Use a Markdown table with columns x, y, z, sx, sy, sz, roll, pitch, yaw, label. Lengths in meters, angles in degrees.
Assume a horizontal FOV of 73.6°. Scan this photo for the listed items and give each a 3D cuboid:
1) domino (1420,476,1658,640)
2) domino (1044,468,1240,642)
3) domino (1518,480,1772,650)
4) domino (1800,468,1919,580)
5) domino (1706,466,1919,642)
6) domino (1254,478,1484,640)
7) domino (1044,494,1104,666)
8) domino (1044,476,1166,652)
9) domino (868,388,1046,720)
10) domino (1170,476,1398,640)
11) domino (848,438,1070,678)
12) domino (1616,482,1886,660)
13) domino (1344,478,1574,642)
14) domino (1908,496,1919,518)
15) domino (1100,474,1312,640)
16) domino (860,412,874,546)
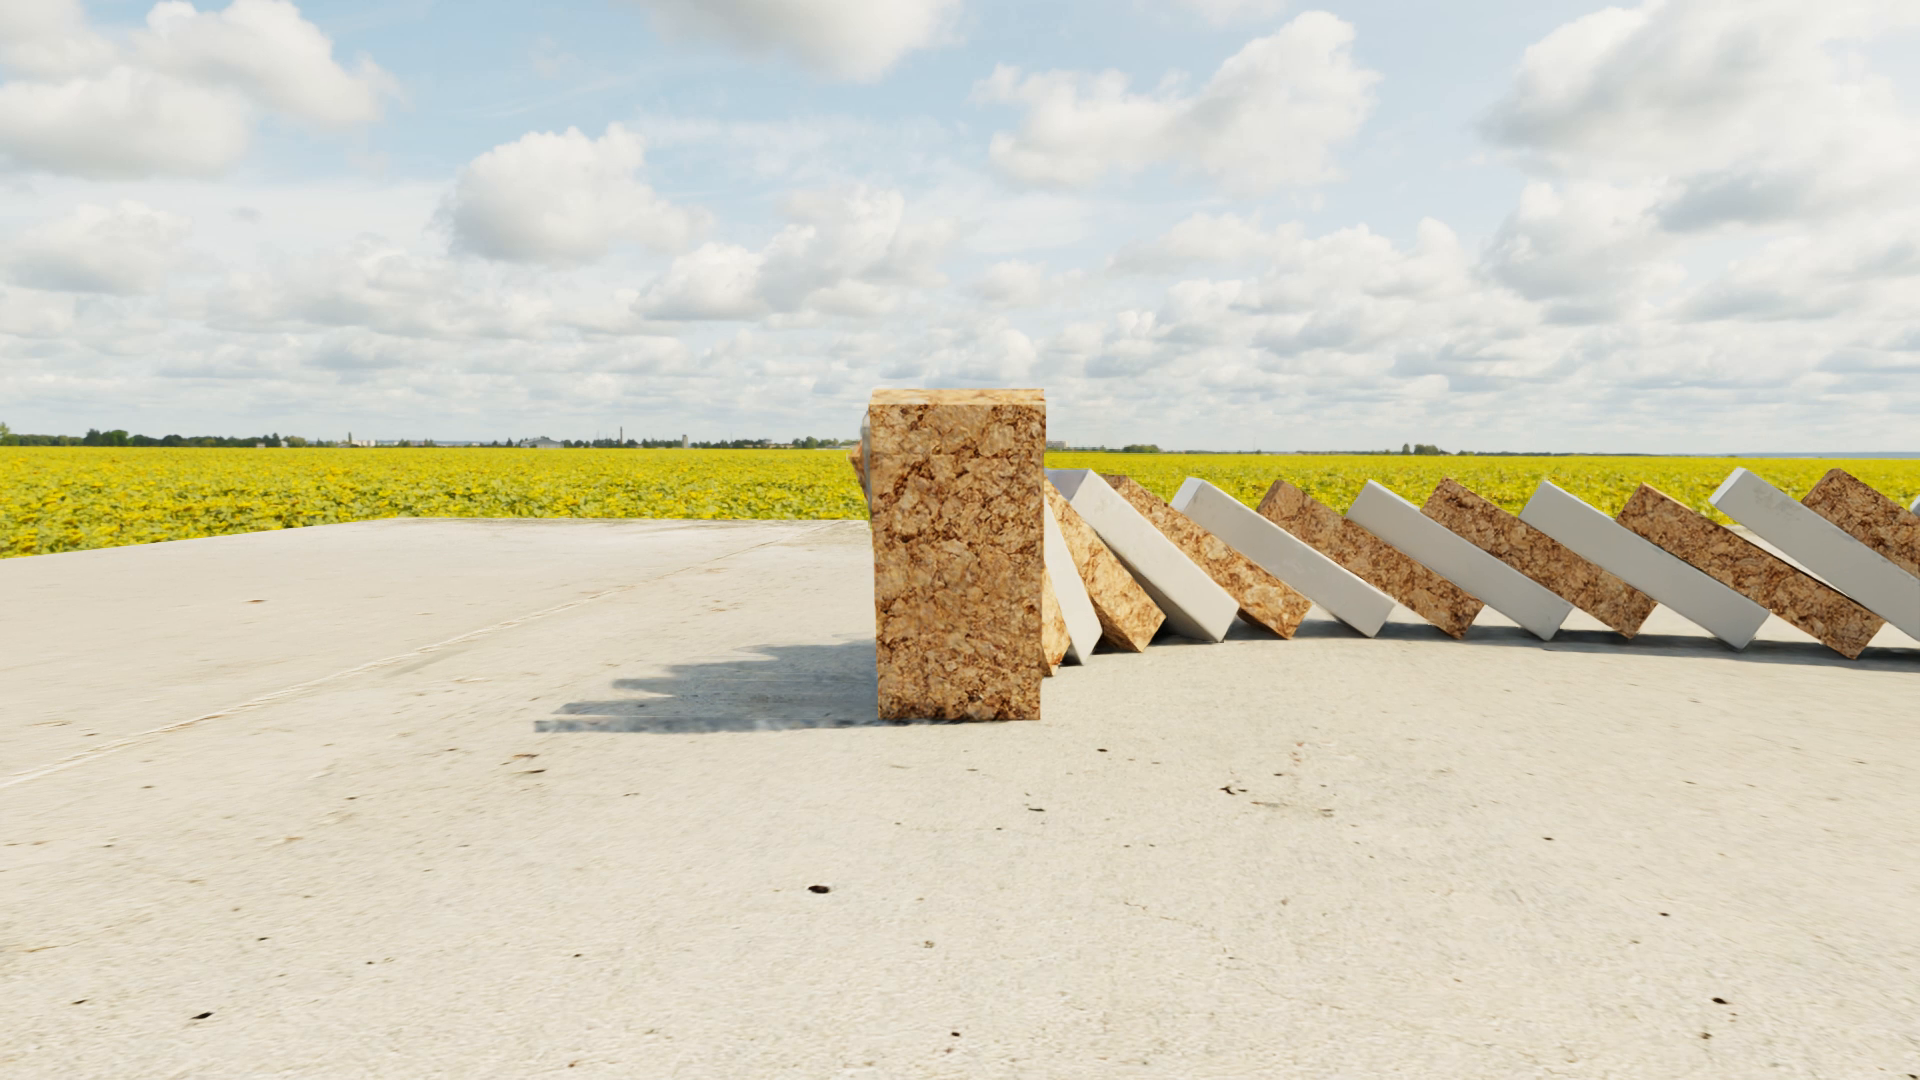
| x | y | z | sx | sy | sz | roll | pitch | yaw | label |
| --- | --- | --- | --- | --- | --- | --- | --- | --- | --- |
| 0.129 | 0.003 | 0.288 | 0.050 | 0.009 | 0.025 | 35 | 14 | 19 | domino |
| 0.034 | 0.003 | 0.273 | 0.050 | 0.009 | 0.025 | 39 | -17 | -27 | domino |
| 0.147 | 0.004 | 0.279 | 0.050 | 0.010 | 0.025 | 36 | 17 | 21 | domino |
| 0.195 | 0.004 | 0.256 | 0.050 | 0.009 | 0.025 | 42 | 21 | 23 | domino |
| 0.180 | 0.004 | 0.263 | 0.050 | 0.009 | 0.025 | 40 | 21 | 19 | domino |
| 0.092 | 0.003 | 0.292 | 0.050 | 0.010 | 0.025 | 33 | 9 | 6 | domino |
| 0.007 | 0.002 | 0.243 | 0.025 | 0.050 | 0.009 | 3 | 43 | 36 | domino |
| 0.018 | 0.002 | 0.261 | 0.050 | 0.010 | 0.025 | 47 | -22 | -28 | domino |
| 0.000 | 0.003 | 0.194 | 0.025 | 0.050 | 0.010 | 0 | 20 | 1 | domino |
| 0.072 | 0.003 | 0.292 | 0.050 | 0.010 | 0.025 | 32 | 5 | -1 | domino |
| 0.001 | 0.002 | 0.229 | 0.025 | 0.050 | 0.010 | 2 | 41 | 29 | domino |
| 0.165 | 0.005 | 0.271 | 0.050 | 0.009 | 0.025 | 36 | 19 | 21 | domino |
| 0.112 | 0.004 | 0.291 | 0.050 | 0.009 | 0.025 | 34 | 14 | 14 | domino |
| 0.211 | 0.006 | 0.247 | 0.050 | 0.009 | 0.025 | 43 | 26 | 25 | domino |
| 0.052 | 0.003 | 0.287 | 0.050 | 0.009 | 0.025 | 34 | 0 | -8 | domino |
| -0.001 | 0.002 | 0.210 | 0.025 | 0.050 | 0.009 | 1 | 30 | 8 | domino |
